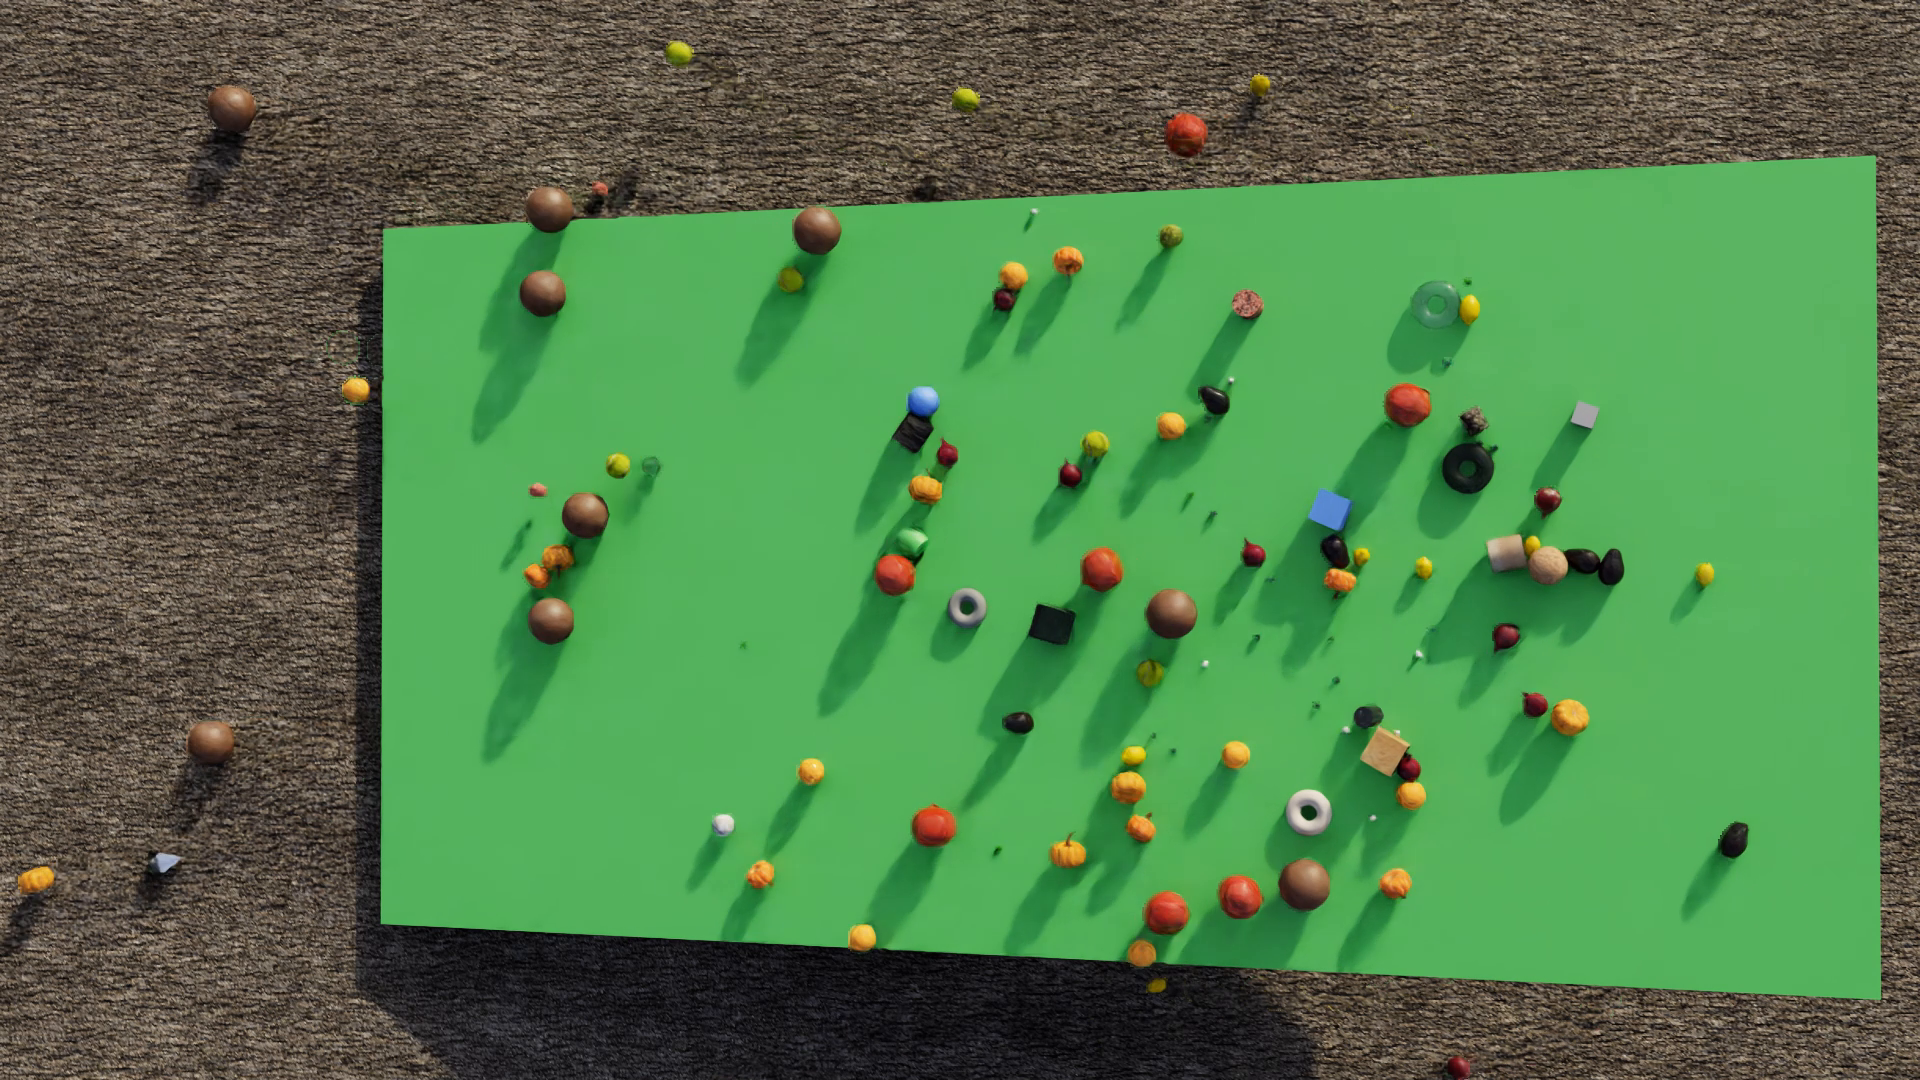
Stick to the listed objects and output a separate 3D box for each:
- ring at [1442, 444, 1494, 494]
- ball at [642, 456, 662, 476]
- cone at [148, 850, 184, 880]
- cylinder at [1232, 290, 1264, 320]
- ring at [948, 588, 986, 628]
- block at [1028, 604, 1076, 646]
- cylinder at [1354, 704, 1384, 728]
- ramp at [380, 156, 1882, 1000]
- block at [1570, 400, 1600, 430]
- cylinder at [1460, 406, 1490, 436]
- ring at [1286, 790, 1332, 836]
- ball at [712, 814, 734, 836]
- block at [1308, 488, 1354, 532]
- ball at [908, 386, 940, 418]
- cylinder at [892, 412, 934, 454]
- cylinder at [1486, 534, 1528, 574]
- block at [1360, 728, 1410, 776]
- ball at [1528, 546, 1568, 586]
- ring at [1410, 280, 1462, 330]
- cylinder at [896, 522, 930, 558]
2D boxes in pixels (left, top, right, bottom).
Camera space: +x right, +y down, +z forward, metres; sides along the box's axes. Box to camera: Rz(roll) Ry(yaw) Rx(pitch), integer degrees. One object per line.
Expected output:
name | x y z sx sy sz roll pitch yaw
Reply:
ring | 1.261 -0.178 5.460 0.126 0.042 0.126 -1 88 17
ball | -0.852 -0.204 6.070 0.055 0.055 0.055 0 89 0
cone | -2.299 0.932 6.383 0.088 0.088 0.088 -14 89 -15
cylinder | 0.734 -0.600 5.605 0.070 0.070 0.070 0 89 16
ring | 0.019 0.180 5.820 0.109 0.036 0.109 0 90 15
block | 0.241 0.219 5.728 0.087 0.087 0.087 17 94 16
cylinder | 1.023 0.442 5.505 0.053 0.053 0.053 2 93 39
ramp | 0.270 0.095 5.819 4.000 0.100 2.000 0 89 16
block | 1.529 -0.304 5.377 0.054 0.054 0.054 21 95 16
cylinder | 1.276 -0.293 5.450 0.054 0.054 0.054 -27 81 0
ring | 0.882 0.689 5.559 0.118 0.039 0.118 0 90 17
ball | -0.646 0.778 5.992 0.062 0.062 0.062 0 89 0
block | 0.933 -0.076 5.533 0.082 0.082 0.082 24 96 15
ball | -0.097 -0.367 5.836 0.085 0.085 0.085 0 89 0
cylinder | -0.125 -0.286 5.846 0.080 0.080 0.080 35 99 0
cylinder | 1.346 0.034 5.409 0.084 0.084 0.084 -13 89 16
block | 1.061 0.528 5.484 0.087 0.087 0.087 30 97 15
ball | 1.438 0.064 5.377 0.094 0.094 0.094 0 89 0
ring | 1.188 -0.587 5.487 0.124 0.041 0.124 -1 88 16
cylinder | -0.126 0.001 5.849 0.066 0.066 0.066 42 89 13
